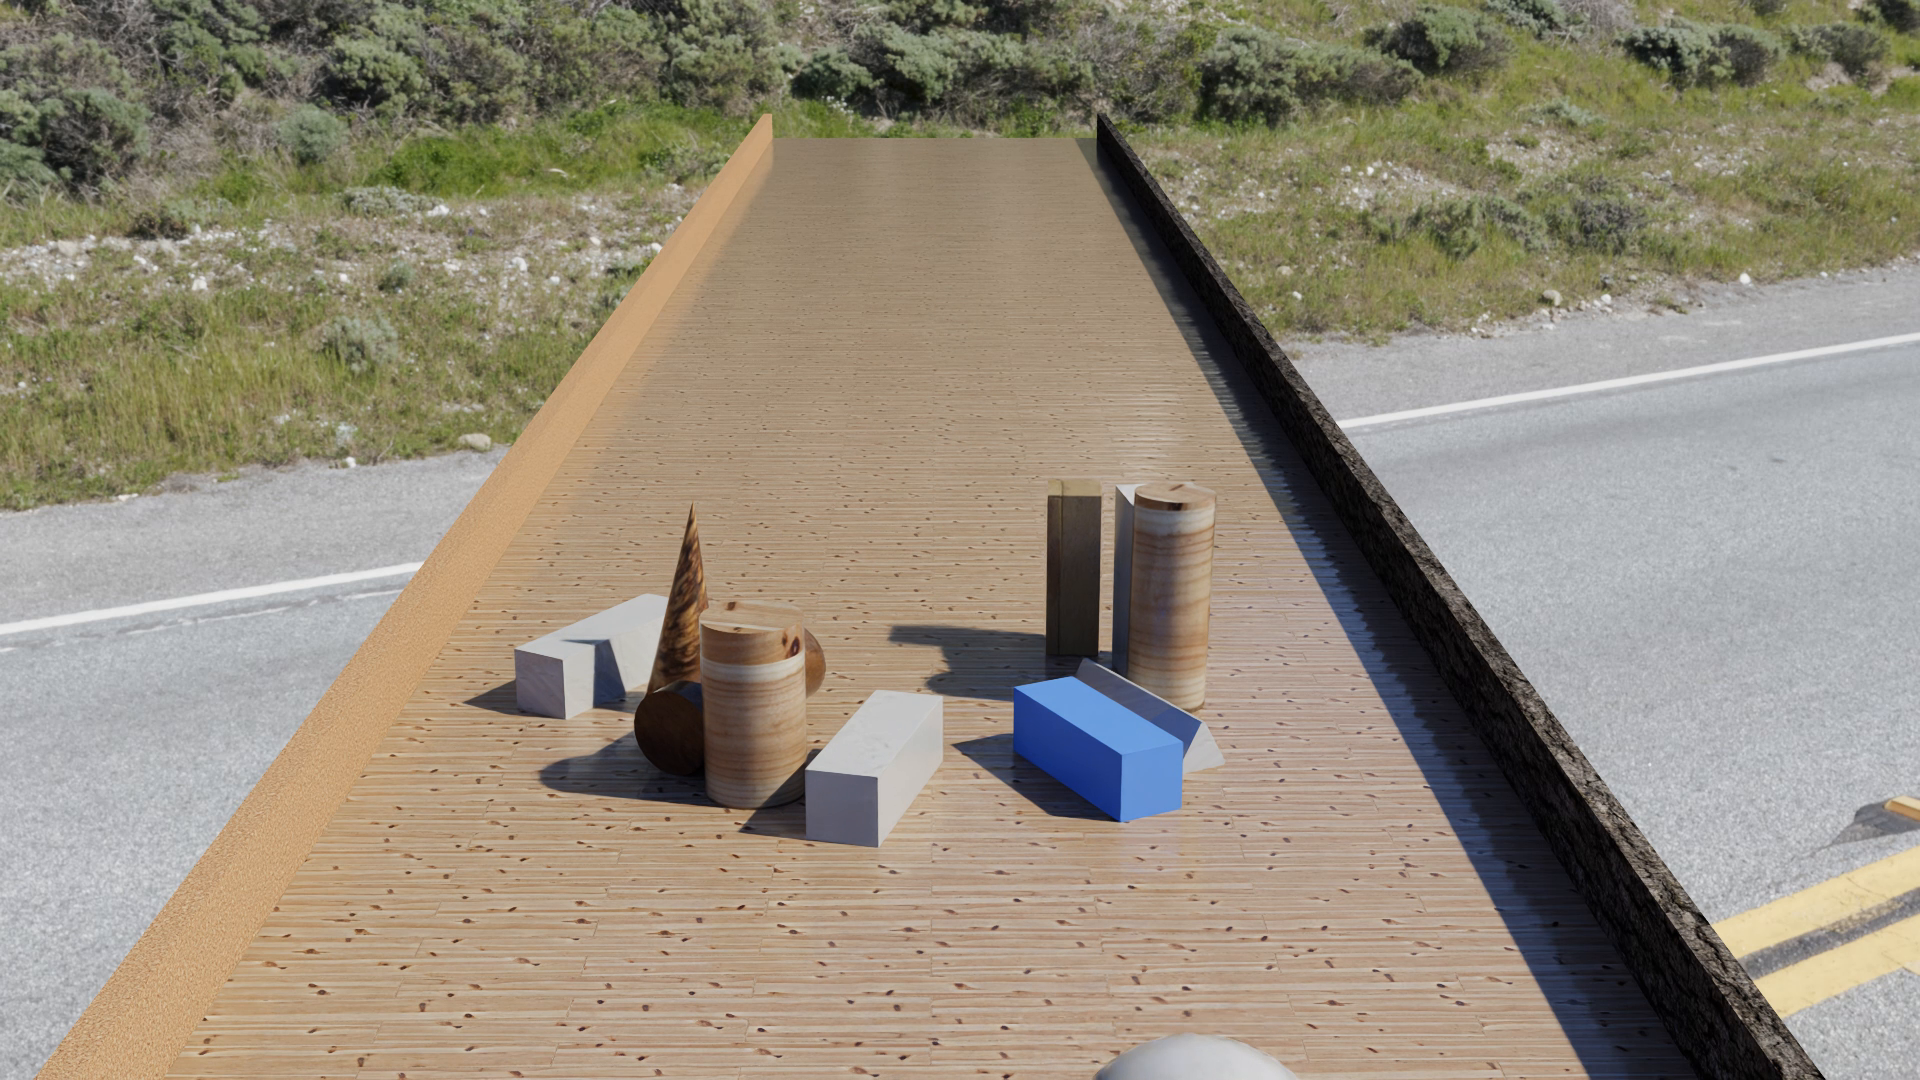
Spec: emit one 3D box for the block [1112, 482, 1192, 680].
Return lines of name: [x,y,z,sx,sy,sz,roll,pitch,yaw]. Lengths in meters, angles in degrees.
block: [0.391,0.086,4.296,0.152,0.366,0.152,-2,17,-8]

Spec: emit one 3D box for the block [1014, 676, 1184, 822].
block: [0.234,0.358,3.812,0.121,0.121,0.362,-9,19,-27]

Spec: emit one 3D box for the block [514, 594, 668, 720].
block: [-0.684,0.221,4.273,0.119,0.119,0.394,10,19,30]

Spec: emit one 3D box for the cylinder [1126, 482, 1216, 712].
cylinder: [0.395,0.109,4.135,0.152,0.409,0.152,1,16,0]

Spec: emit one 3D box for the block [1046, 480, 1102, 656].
block: [0.228,0.057,4.440,0.106,0.337,0.106,1,18,2]

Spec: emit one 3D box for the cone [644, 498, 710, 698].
cone: [-0.506,0.115,4.094,0.148,0.411,0.148,5,21,-2]

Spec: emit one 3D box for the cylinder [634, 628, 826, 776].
cylinder: [-0.413,0.283,4.004,0.156,0.156,0.415,8,18,24]

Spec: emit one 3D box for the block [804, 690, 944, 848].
block: [-0.140,0.382,3.728,0.123,0.123,0.381,4,17,15]

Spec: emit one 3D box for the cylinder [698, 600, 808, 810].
cylinder: [-0.350,0.279,3.737,0.176,0.315,0.176,0,17,0]

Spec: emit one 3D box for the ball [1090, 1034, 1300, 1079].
ball: [0.254,0.690,2.357,0.314,0.314,0.314,0,17,0]

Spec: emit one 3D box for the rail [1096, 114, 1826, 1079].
rail: [0.932,-0.844,7.801,0.050,0.150,12.000,0,17,-1]

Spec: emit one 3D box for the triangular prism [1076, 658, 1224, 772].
triangular prism: [0.330,0.312,4.014,0.102,0.089,0.383,-9,19,-28]

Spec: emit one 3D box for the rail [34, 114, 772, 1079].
rail: [-1.118,-0.838,7.780,0.050,0.150,12.000,0,17,-1]
